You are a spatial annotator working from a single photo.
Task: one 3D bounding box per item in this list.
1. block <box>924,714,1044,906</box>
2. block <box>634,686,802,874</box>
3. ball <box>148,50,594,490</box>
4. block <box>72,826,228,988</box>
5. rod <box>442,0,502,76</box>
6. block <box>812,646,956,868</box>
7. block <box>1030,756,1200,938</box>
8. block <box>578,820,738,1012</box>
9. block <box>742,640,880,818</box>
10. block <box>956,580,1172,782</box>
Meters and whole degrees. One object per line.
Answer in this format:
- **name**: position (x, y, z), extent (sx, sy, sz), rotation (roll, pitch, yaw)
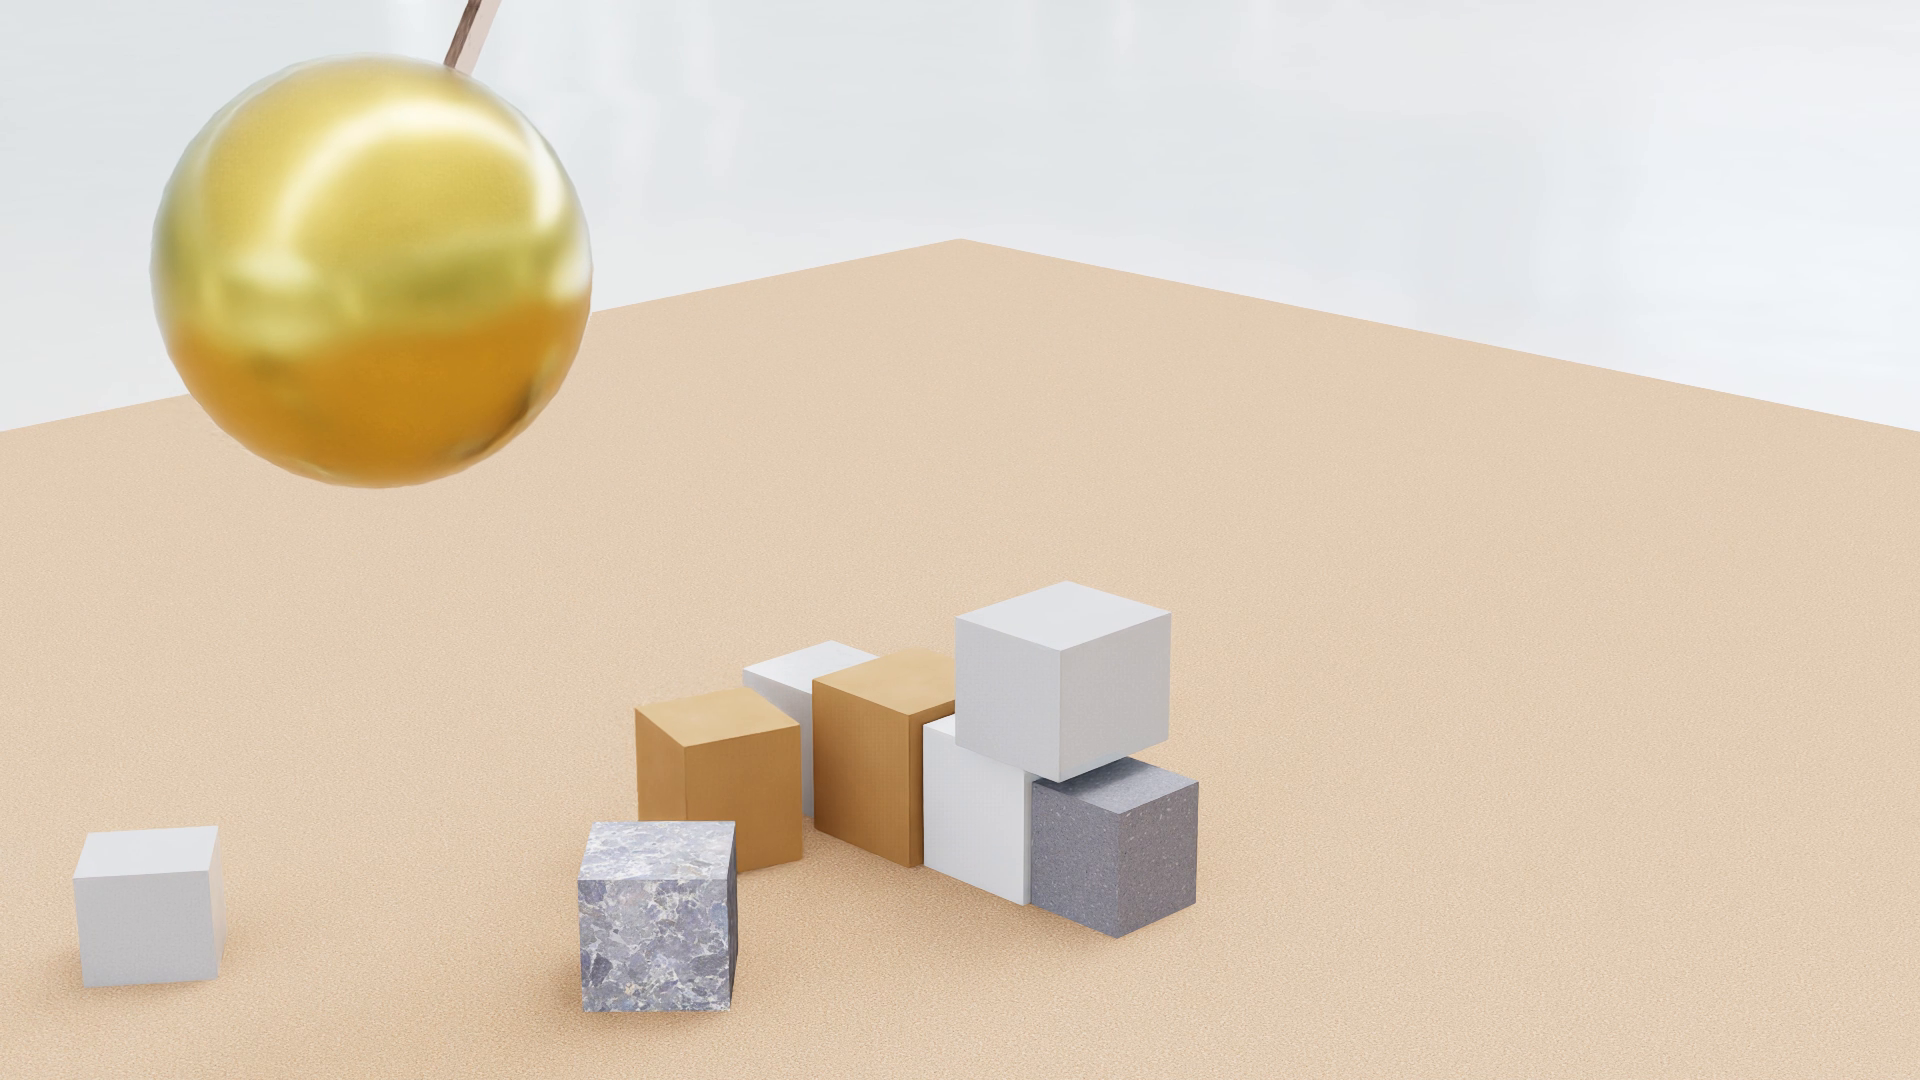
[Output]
- **block**: position (0.265, 1.178, 13.438), extent (0.587, 0.694, 0.635), rotation (-17, 24, -42)
- **block**: position (-1.122, 1.130, 13.632), extent (0.580, 0.669, 0.577), rotation (-9, 20, -27)
- **ball**: position (-2.151, -0.986, 10.776), extent (1.600, 1.600, 1.600), rotation (0, 17, 0)
- **block**: position (-3.454, 1.563, 12.535), extent (0.549, 0.502, 0.481), rotation (-3, 18, -8)
- **rod**: position (-0.932, -4.147, 11.061), extent (0.080, 5.200, 0.080), rotation (17, -7, 42)
- **block**: position (-0.222, 1.014, 13.857), extent (0.676, 0.757, 0.661), rotation (-16, 24, -42)
- **block**: position (0.689, 1.350, 13.066), extent (0.529, 0.589, 0.518), rotation (-17, 24, -42)
- **block**: position (-1.261, 1.577, 12.336), extent (0.608, 0.594, 0.607), rotation (0, 17, -1)
- **block**: position (-0.641, 0.928, 14.330), extent (0.586, 0.636, 0.592), rotation (-17, 24, -42)
- **block**: position (0.458, 0.618, 13.055), extent (0.635, 0.605, 0.722), rotation (17, 24, 42)
